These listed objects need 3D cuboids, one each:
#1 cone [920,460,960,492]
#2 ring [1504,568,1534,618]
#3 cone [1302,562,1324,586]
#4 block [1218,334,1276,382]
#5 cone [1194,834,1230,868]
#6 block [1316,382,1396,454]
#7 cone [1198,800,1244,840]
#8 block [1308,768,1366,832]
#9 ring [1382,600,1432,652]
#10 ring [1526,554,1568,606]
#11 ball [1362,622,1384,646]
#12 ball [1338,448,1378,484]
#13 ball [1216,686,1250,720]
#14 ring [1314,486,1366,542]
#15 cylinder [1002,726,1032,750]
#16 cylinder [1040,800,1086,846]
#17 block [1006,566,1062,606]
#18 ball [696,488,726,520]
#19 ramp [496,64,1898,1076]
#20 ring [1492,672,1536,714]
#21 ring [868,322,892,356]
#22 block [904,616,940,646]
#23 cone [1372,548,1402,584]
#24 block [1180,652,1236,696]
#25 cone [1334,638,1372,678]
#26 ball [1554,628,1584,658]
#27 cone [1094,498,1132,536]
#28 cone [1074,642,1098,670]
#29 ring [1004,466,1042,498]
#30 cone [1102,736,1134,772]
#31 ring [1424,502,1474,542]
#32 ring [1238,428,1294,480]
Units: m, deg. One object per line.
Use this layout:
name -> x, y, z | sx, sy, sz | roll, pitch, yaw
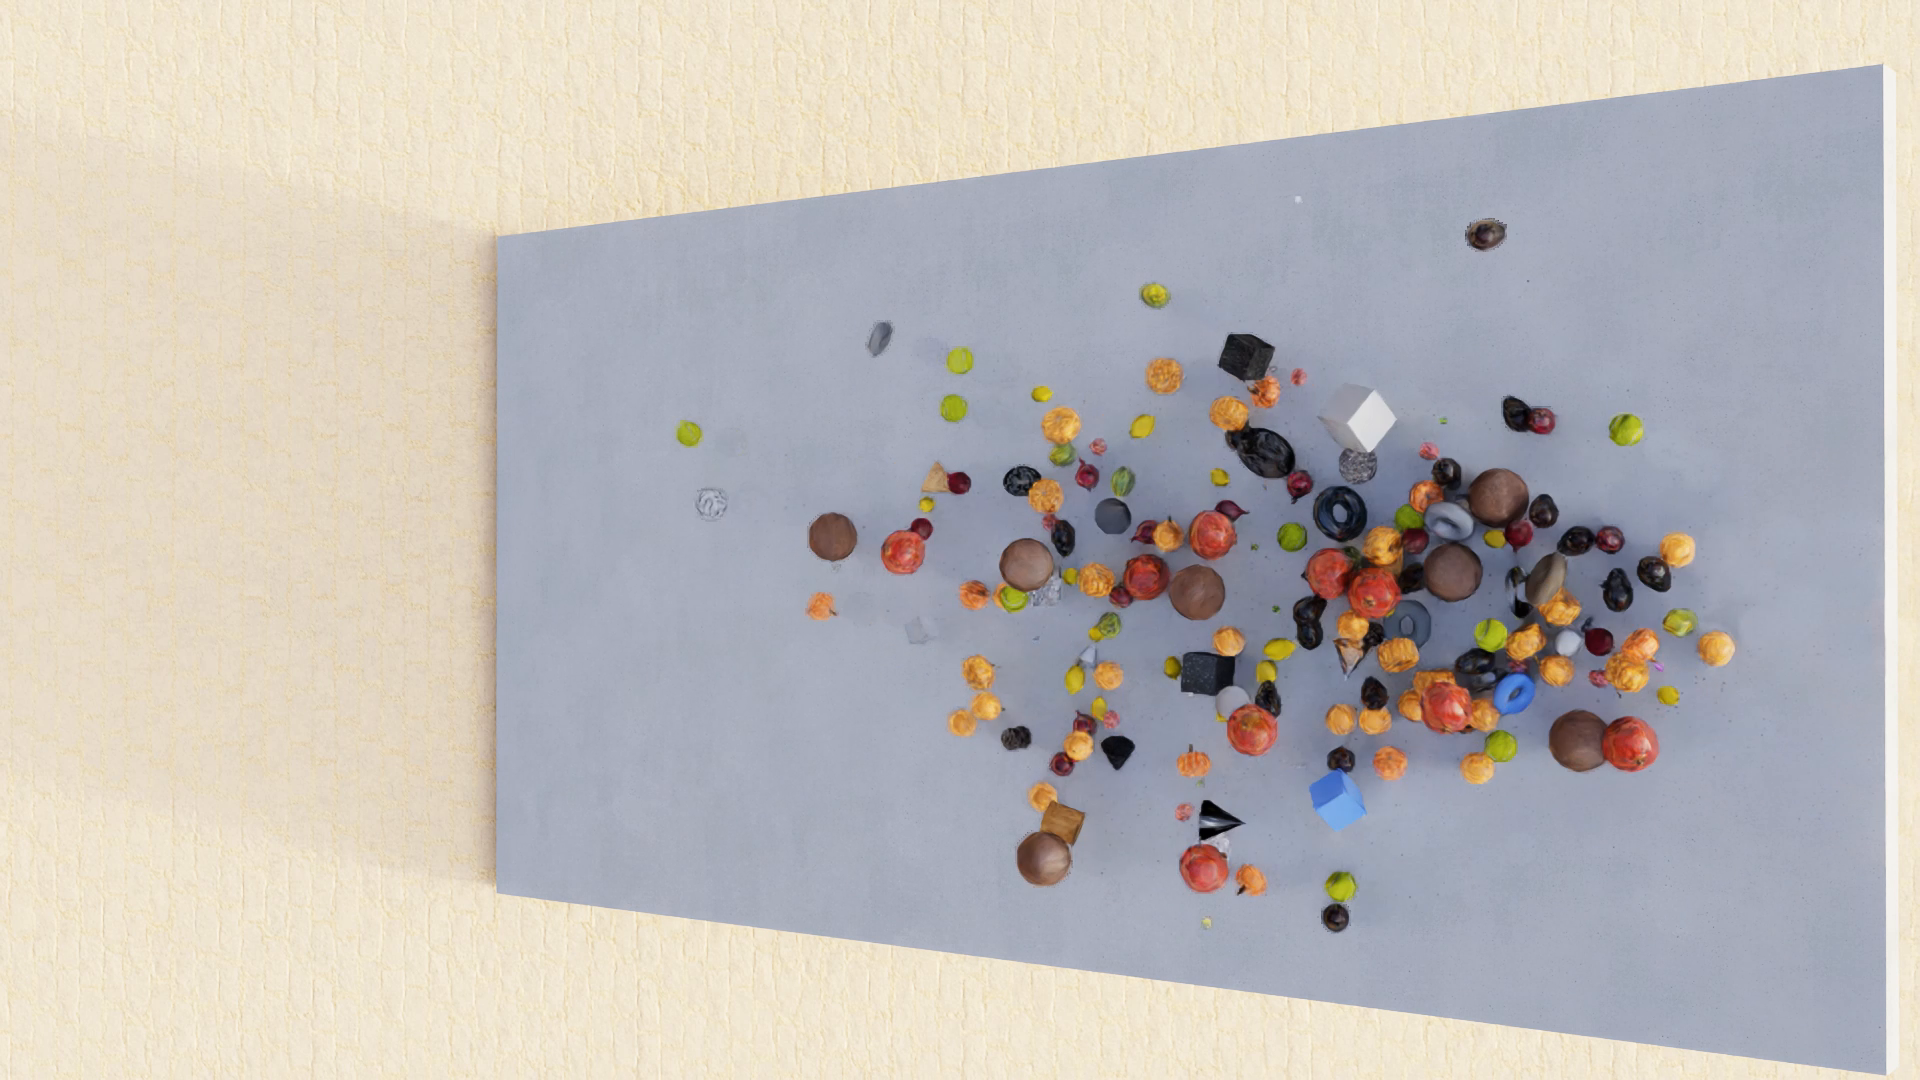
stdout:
cone -> -0.039, -0.144, 5.676 | 0.091, 0.091, 0.091 | 28, 90, 7
ring -> 1.205, 0.114, 4.736 | 0.038, 0.113, 0.113 | -10, 90, -5
cone -> 0.789, 0.079, 4.983 | 0.053, 0.053, 0.053 | -9, 89, -41
block -> 0.659, -0.421, 5.059 | 0.080, 0.080, 0.080 | 35, 119, 35
cone -> 0.578, 0.742, 5.221 | 0.096, 0.096, 0.096 | 10, 65, -22
block -> 0.856, -0.264, 4.746 | 0.100, 0.100, 0.100 | -50, 123, -12
cone -> 0.619, 0.658, 5.139 | 0.096, 0.096, 0.096 | 2, 90, 25
block -> 0.849, 0.585, 4.947 | 0.084, 0.084, 0.084 | -35, 118, 19
ring -> 1.000, 0.192, 4.919 | 0.118, 0.039, 0.118 | -3, 85, 40
ring -> 1.234, 0.083, 4.630 | 0.040, 0.121, 0.121 | 29, 90, -6
ball -> 0.932, 0.212, 4.962 | 0.052, 0.052, 0.052 | 0, 90, 0
ball -> 0.899, -0.171, 4.966 | 0.088, 0.088, 0.088 | 0, 90, 0
ball -> 0.627, 0.375, 5.052 | 0.080, 0.080, 0.080 | 0, 90, 0
ring -> 0.860, -0.060, 4.978 | 0.131, 0.044, 0.131 | 4, 75, -17
cylinder -> 0.142, 0.499, 5.528 | 0.054, 0.054, 0.054 | 3, 94, 42
cylinder -> 0.247, 0.682, 5.299 | 0.084, 0.084, 0.084 | 20, 90, 14
block -> 0.185, 0.112, 5.477 | 0.098, 0.098, 0.098 | 1, 90, 36
ball -> -0.692, -0.100, 6.120 | 0.088, 0.088, 0.088 | 0, 90, 0
ramp -> 0.238, 0.066, 5.560 | 4.000, 0.100, 2.000 | 0, 89, 36
ring -> 1.196, 0.332, 4.746 | 0.102, 0.034, 0.102 | -10, 119, -19
ring -> -0.209, -0.526, 5.742 | 0.031, 0.094, 0.094 | 27, 90, 13
block -> -0.099, 0.235, 5.707 | 0.057, 0.057, 0.057 | -29, 73, 32
cone -> 0.976, 0.070, 4.936 | 0.075, 0.075, 0.075 | -28, 99, 0
block -> 0.585, 0.316, 5.190 | 0.090, 0.090, 0.090 | 6, 93, 36
cone -> 0.857, 0.269, 4.843 | 0.083, 0.083, 0.083 | 8, 103, 0
ball -> 1.288, 0.218, 4.650 | 0.060, 0.060, 0.060 | 0, 90, 0
cone -> 0.382, -0.069, 5.312 | 0.093, 0.093, 0.093 | 3, 75, -11
cone -> 0.321, 0.277, 5.404 | 0.062, 0.062, 0.062 | 22, 74, 0
ring -> 0.157, -0.146, 5.502 | 0.098, 0.098, 0.033 | -1, 49, 0
cone -> 0.384, 0.535, 5.367 | 0.081, 0.081, 0.081 | 0, 123, 0
ring -> 1.065, -0.041, 4.793 | 0.114, 0.114, 0.038 | 30, 61, 0
ring -> 0.708, -0.200, 5.094 | 0.143, 0.143, 0.048 | 37, 59, 0
